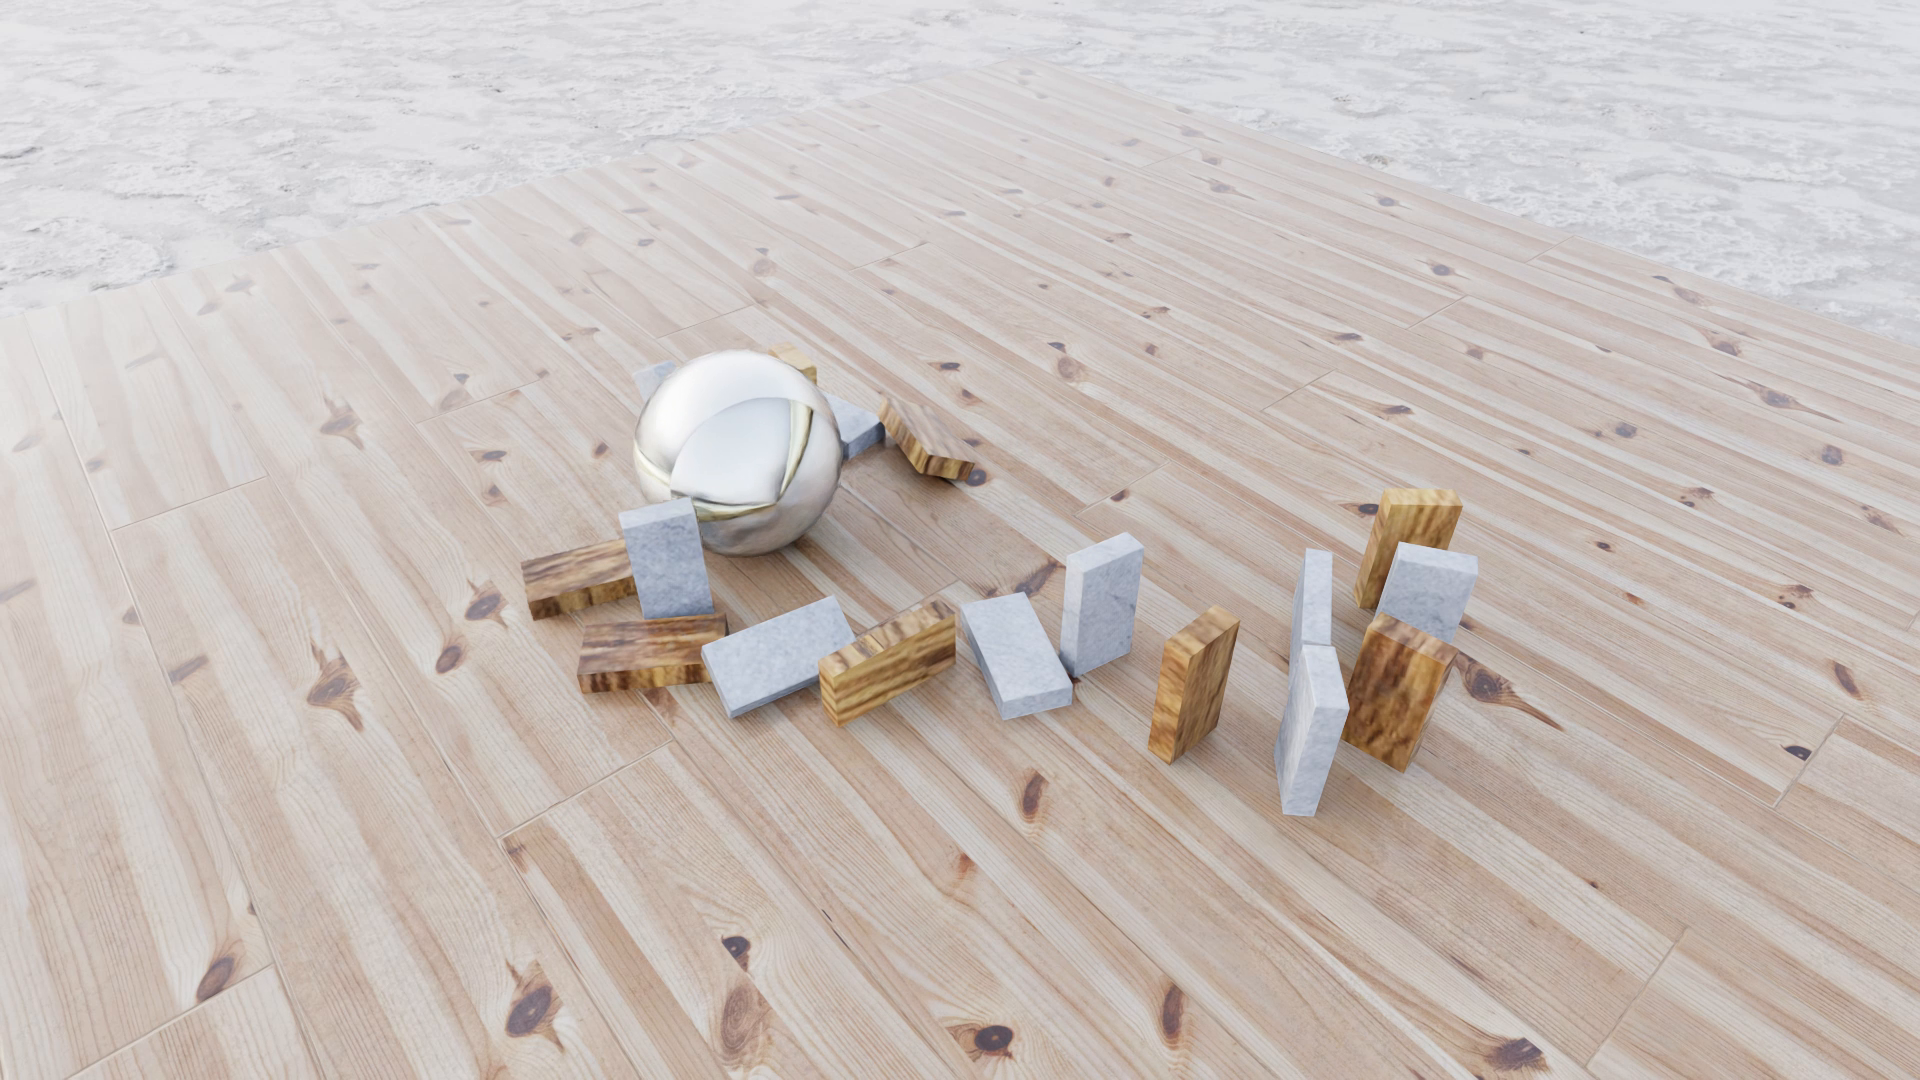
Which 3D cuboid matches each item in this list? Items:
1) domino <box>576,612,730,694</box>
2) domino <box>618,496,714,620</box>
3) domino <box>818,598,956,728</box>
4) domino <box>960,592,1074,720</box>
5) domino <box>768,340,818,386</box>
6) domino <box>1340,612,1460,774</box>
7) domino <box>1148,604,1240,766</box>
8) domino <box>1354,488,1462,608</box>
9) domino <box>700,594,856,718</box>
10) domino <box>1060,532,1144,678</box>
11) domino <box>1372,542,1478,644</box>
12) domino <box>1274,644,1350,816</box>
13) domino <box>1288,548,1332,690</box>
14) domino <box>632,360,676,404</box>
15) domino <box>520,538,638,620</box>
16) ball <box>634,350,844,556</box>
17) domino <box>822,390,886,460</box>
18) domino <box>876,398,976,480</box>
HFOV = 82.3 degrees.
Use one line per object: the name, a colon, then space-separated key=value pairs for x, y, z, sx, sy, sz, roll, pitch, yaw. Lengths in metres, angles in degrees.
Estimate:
domino: x=-0.109 y=0.040 z=0.394 sx=0.050 sy=0.010 sz=0.025 roll=-5 pitch=40 yaw=-6
domino: x=-0.106 y=0.010 z=0.400 sx=0.025 sy=0.050 sz=0.009 roll=-15 pitch=42 yaw=-17
domino: x=-0.024 y=0.042 z=0.380 sx=0.050 sy=0.025 sz=0.009 roll=-26 pitch=46 yaw=-28
domino: x=0.019 y=0.040 z=0.394 sx=0.025 sy=0.010 sz=0.050 roll=-11 pitch=41 yaw=-13
domino: x=-0.072 y=-0.059 z=0.484 sx=0.009 sy=0.050 sz=0.025 roll=-23 pitch=45 yaw=-26
domino: x=0.138 y=0.049 z=0.351 sx=0.025 sy=0.050 sz=0.010 roll=30 pitch=48 yaw=31
domino: x=0.075 y=0.047 z=0.354 sx=0.025 sy=0.050 sz=0.010 roll=-30 pitch=48 yaw=-31
domino: x=0.165 y=0.004 z=0.407 sx=0.025 sy=0.050 sz=0.009 roll=1 pitch=39 yaw=2
domino: x=-0.062 y=0.040 z=0.386 sx=0.050 sy=0.010 sz=0.025 roll=-21 pitch=72 yaw=-24
domino: x=0.049 y=0.023 z=0.383 sx=0.025 sy=0.050 sz=0.009 roll=-21 pitch=44 yaw=-24
domino: x=0.159 y=0.025 z=0.381 sx=0.025 sy=0.050 sz=0.010 roll=12 pitch=41 yaw=14
domino: x=0.108 y=0.059 z=0.339 sx=0.009 sy=0.050 sz=0.025 roll=3 pitch=39 yaw=4
domino: x=0.126 y=0.029 z=0.396 sx=0.010 sy=0.025 sz=0.050 roll=10 pitch=40 yaw=12
domino: x=-0.121 y=-0.050 z=0.468 sx=0.009 sy=0.050 sz=0.025 roll=-30 pitch=18 yaw=-31
domino: x=-0.142 y=0.013 z=0.427 sx=0.050 sy=0.009 sz=0.025 roll=-15 pitch=42 yaw=-18
ball: x=-0.086 y=-0.034 z=0.429 sx=0.080 sy=0.080 sz=0.080 roll=0 pitch=39 yaw=0
domino: x=-0.062 y=-0.056 z=0.511 sx=0.050 sy=0.010 sz=0.025 roll=27 pitch=46 yaw=29
domino: x=-0.016 y=-0.045 z=0.491 sx=0.025 sy=0.010 sz=0.050 roll=8 pitch=31 yaw=-35
